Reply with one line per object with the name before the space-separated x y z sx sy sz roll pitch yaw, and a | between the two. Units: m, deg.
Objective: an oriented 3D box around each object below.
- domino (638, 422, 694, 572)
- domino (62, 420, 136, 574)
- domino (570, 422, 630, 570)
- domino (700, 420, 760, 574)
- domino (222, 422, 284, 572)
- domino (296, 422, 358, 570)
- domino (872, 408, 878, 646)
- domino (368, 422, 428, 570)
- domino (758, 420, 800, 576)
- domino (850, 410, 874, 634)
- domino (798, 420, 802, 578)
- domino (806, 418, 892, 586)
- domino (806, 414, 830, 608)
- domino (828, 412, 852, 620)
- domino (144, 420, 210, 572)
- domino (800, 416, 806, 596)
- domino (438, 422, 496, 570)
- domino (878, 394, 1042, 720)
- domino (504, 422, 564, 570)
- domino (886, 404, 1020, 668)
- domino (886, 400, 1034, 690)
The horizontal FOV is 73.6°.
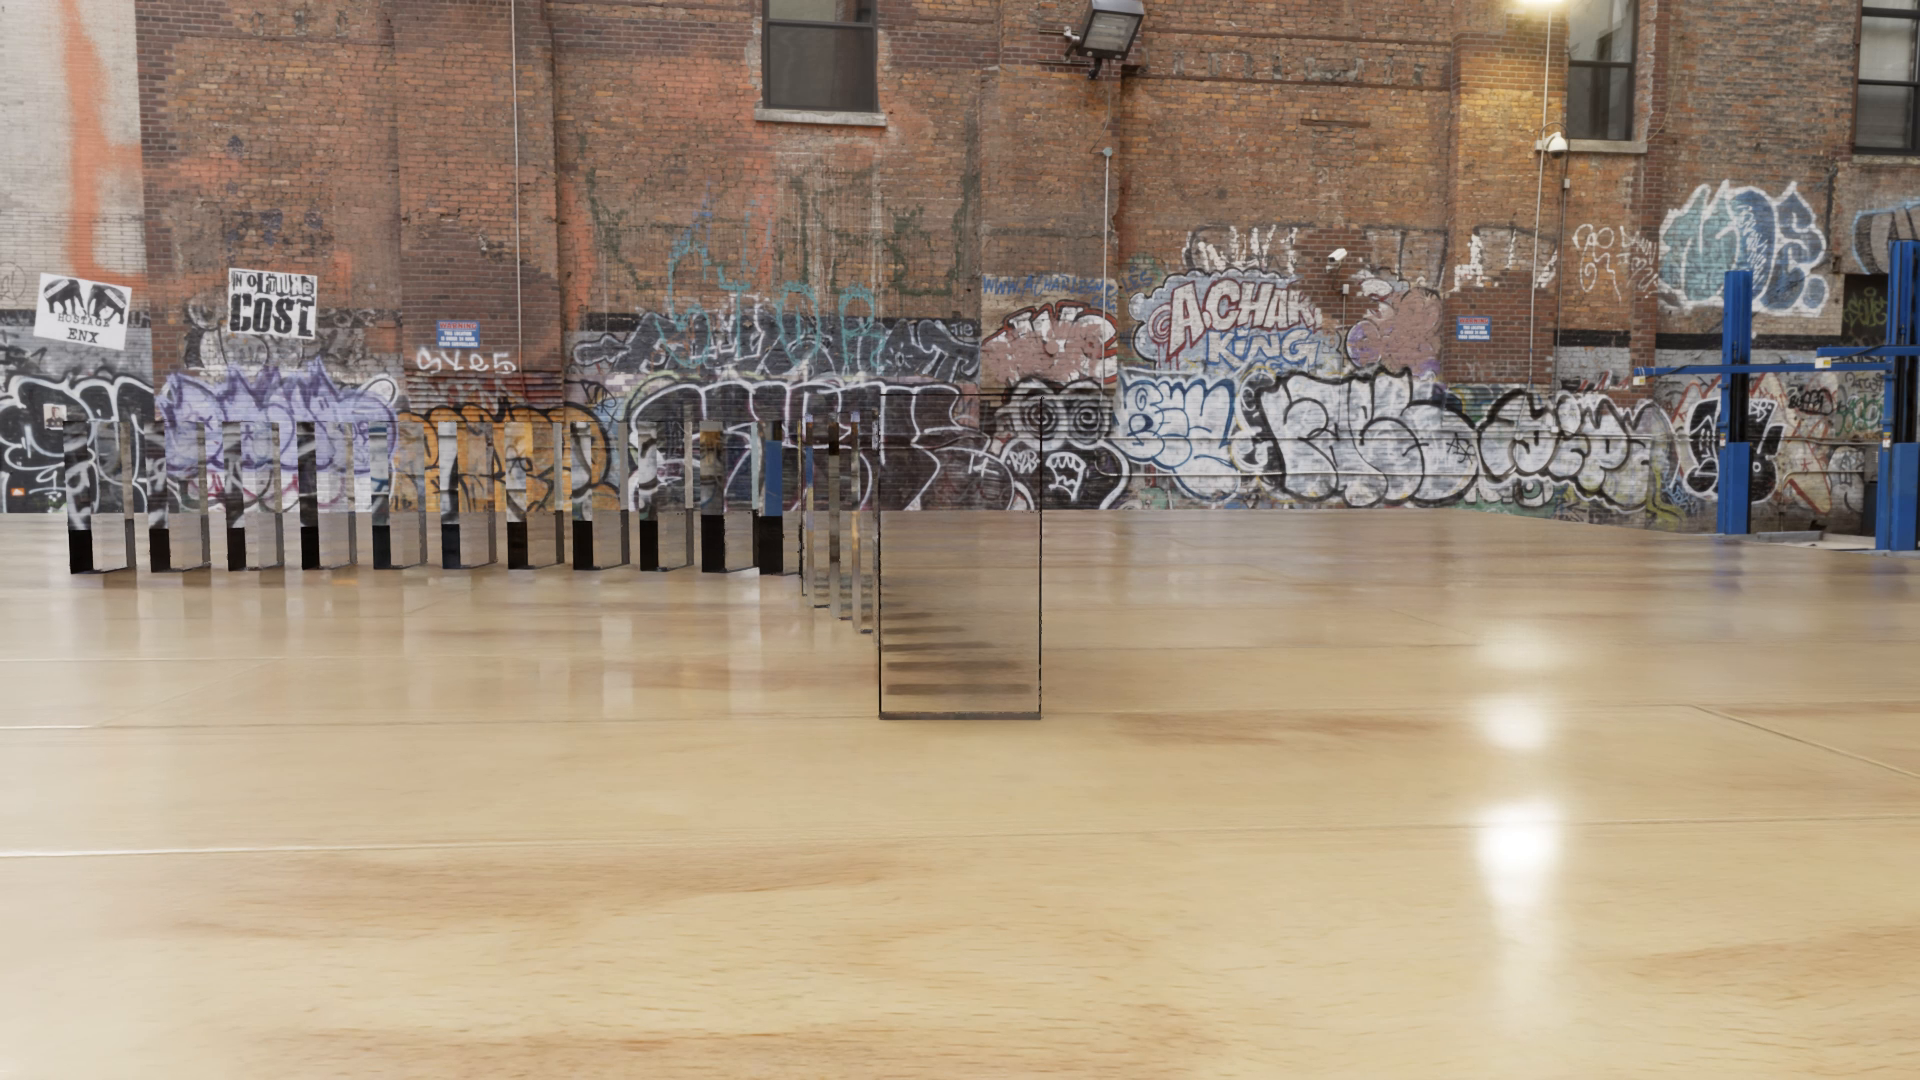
domino | -0.100 -0.015 0.438 0.009 0.050 0.025 1 4 9
domino | -0.288 -0.015 0.430 0.010 0.050 0.025 -1 4 -11
domino | -0.124 -0.016 0.442 0.009 0.050 0.025 1 4 8
domino | -0.077 -0.015 0.433 0.010 0.050 0.025 1 5 18
domino | -0.242 -0.015 0.439 0.009 0.050 0.025 -1 4 -10
domino | -0.218 -0.016 0.443 0.010 0.050 0.025 -1 4 -7
domino | -0.005 -0.003 0.271 0.025 0.050 0.009 -1 4 -13
domino | -0.195 -0.016 0.445 0.009 0.050 0.025 0 4 -4
domino | -0.055 -0.014 0.424 0.009 0.050 0.025 2 5 27
domino | -0.012 -0.005 0.294 0.025 0.050 0.009 -1 4 -16
domino | -0.038 -0.013 0.408 0.025 0.050 0.009 -2 5 -29
domino | -0.033 -0.011 0.386 0.025 0.050 0.010 0 4 -4
domino | -0.027 -0.008 0.339 0.025 0.050 0.010 -1 5 -18
domino | -0.019 -0.006 0.317 0.025 0.050 0.009 -2 5 -21
domino | -0.265 -0.015 0.435 0.010 0.050 0.025 -1 4 -11
domino | -0.032 -0.010 0.362 0.025 0.050 0.009 0 4 -4
domino | -0.171 -0.016 0.446 0.010 0.050 0.025 0 4 0
domino | 0.000 0.002 0.201 0.025 0.050 0.009 0 4 0
domino | -0.147 -0.016 0.445 0.009 0.050 0.025 0 4 5
domino | -0.001 -0.001 0.248 0.025 0.050 0.009 0 4 -6
domino | 0.000 0.001 0.224 0.025 0.050 0.009 0 4 -1
